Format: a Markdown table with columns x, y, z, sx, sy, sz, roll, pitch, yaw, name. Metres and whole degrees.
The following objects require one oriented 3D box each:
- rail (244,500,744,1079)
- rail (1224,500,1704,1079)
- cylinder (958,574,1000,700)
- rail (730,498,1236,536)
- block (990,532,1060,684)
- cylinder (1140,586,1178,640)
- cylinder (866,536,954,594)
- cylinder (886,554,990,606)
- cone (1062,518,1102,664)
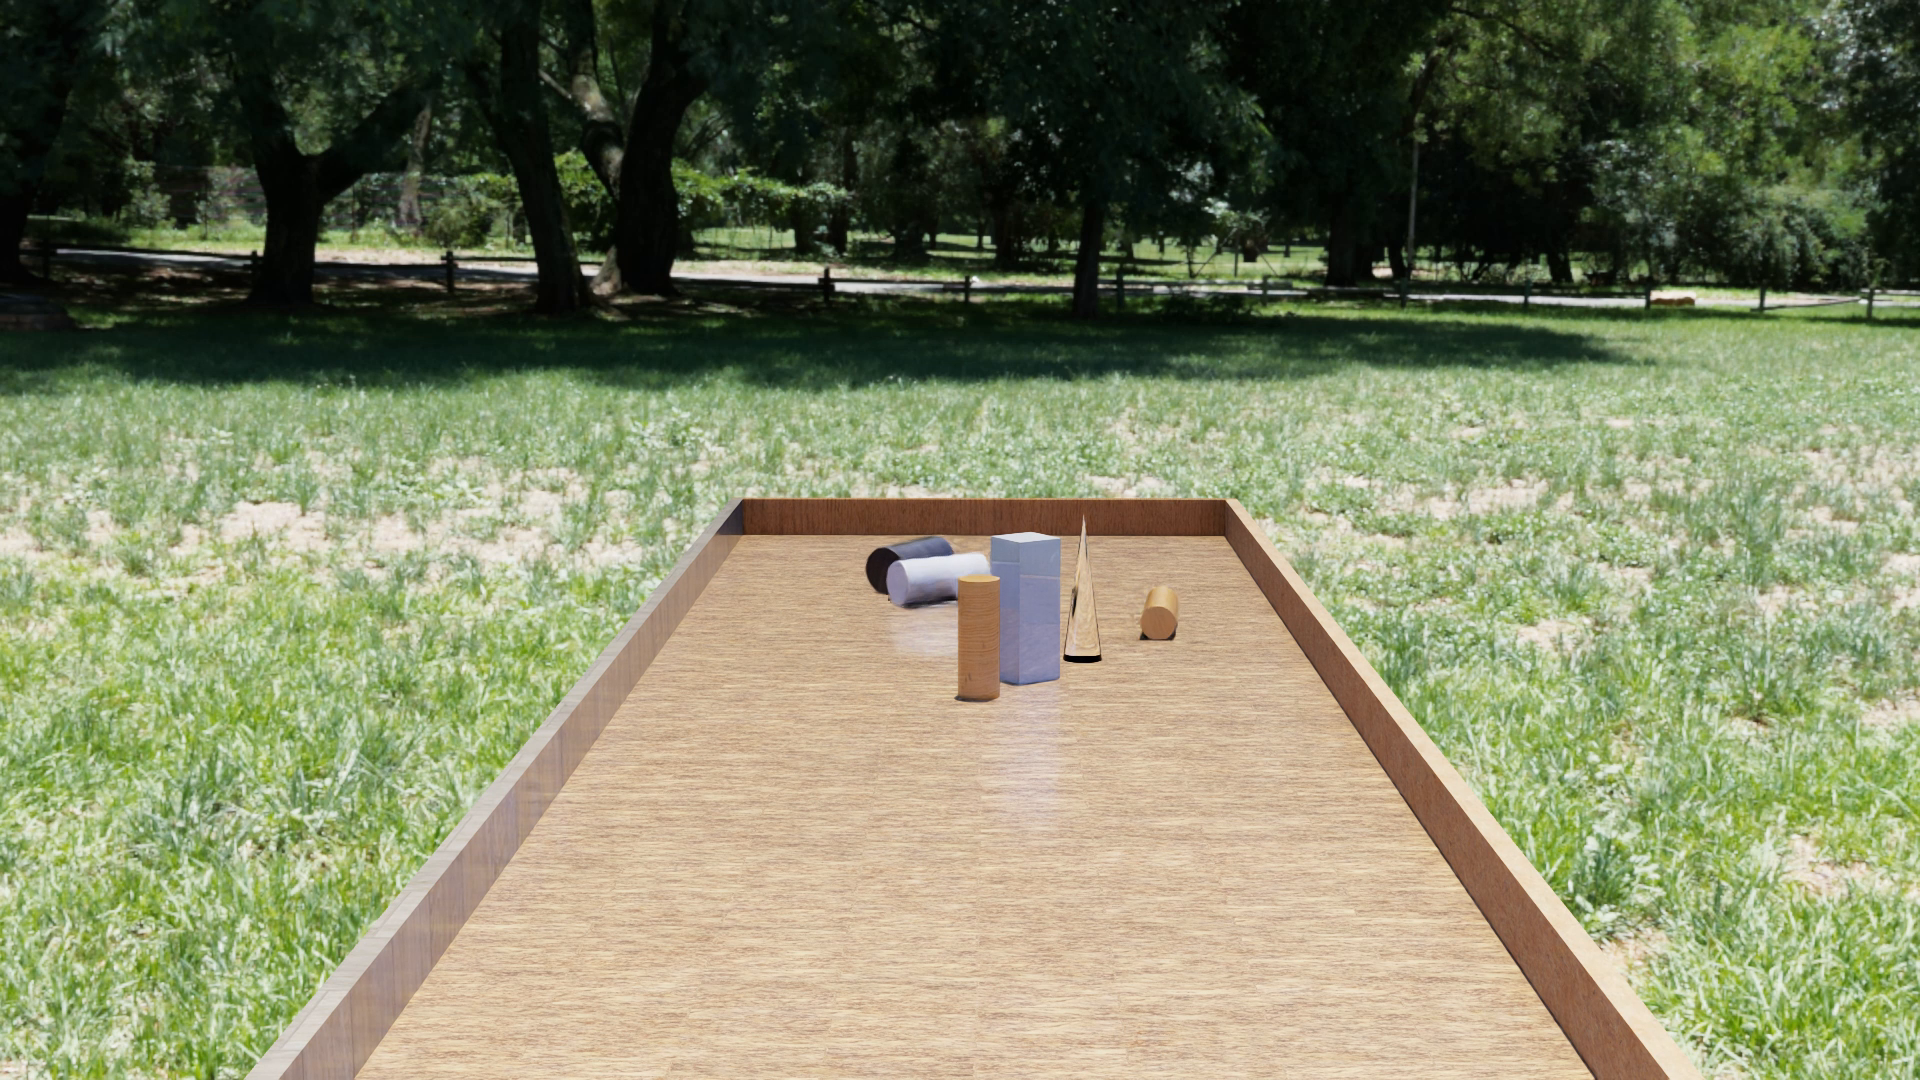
| x | y | z | sx | sy | sz | roll | pitch | yaw | name |
| --- | --- | --- | --- | --- | --- | --- | --- | --- | --- |
| -1.004 | 0.839 | 3.234 | 0.050 | 0.150 | 12.000 | 0 | 9 | 1 | rail |
| 1.046 | 0.843 | 3.208 | 0.050 | 0.150 | 12.000 | 0 | 9 | 1 | rail |
| 0.053 | 0.275 | 6.197 | 0.119 | 0.338 | 0.119 | 0 | 9 | 0 | cylinder |
| 0.099 | -0.098 | 9.147 | 2.100 | 0.150 | 0.050 | 0 | 9 | 1 | rail |
| 0.191 | 0.197 | 6.434 | 0.146 | 0.416 | 0.146 | -6 | 11 | -34 | block |
| 0.651 | 0.237 | 7.159 | 0.111 | 0.111 | 0.349 | 1 | 9 | 7 | cylinder |
| -0.176 | 0.088 | 7.927 | 0.164 | 0.164 | 0.325 | 6 | 11 | 33 | cylinder |
| -0.073 | 0.137 | 7.649 | 0.328 | 0.156 | 0.156 | -5 | 10 | -30 | cylinder |
| 0.374 | 0.143 | 6.680 | 0.120 | 0.447 | 0.120 | 0 | 9 | 0 | cone |
